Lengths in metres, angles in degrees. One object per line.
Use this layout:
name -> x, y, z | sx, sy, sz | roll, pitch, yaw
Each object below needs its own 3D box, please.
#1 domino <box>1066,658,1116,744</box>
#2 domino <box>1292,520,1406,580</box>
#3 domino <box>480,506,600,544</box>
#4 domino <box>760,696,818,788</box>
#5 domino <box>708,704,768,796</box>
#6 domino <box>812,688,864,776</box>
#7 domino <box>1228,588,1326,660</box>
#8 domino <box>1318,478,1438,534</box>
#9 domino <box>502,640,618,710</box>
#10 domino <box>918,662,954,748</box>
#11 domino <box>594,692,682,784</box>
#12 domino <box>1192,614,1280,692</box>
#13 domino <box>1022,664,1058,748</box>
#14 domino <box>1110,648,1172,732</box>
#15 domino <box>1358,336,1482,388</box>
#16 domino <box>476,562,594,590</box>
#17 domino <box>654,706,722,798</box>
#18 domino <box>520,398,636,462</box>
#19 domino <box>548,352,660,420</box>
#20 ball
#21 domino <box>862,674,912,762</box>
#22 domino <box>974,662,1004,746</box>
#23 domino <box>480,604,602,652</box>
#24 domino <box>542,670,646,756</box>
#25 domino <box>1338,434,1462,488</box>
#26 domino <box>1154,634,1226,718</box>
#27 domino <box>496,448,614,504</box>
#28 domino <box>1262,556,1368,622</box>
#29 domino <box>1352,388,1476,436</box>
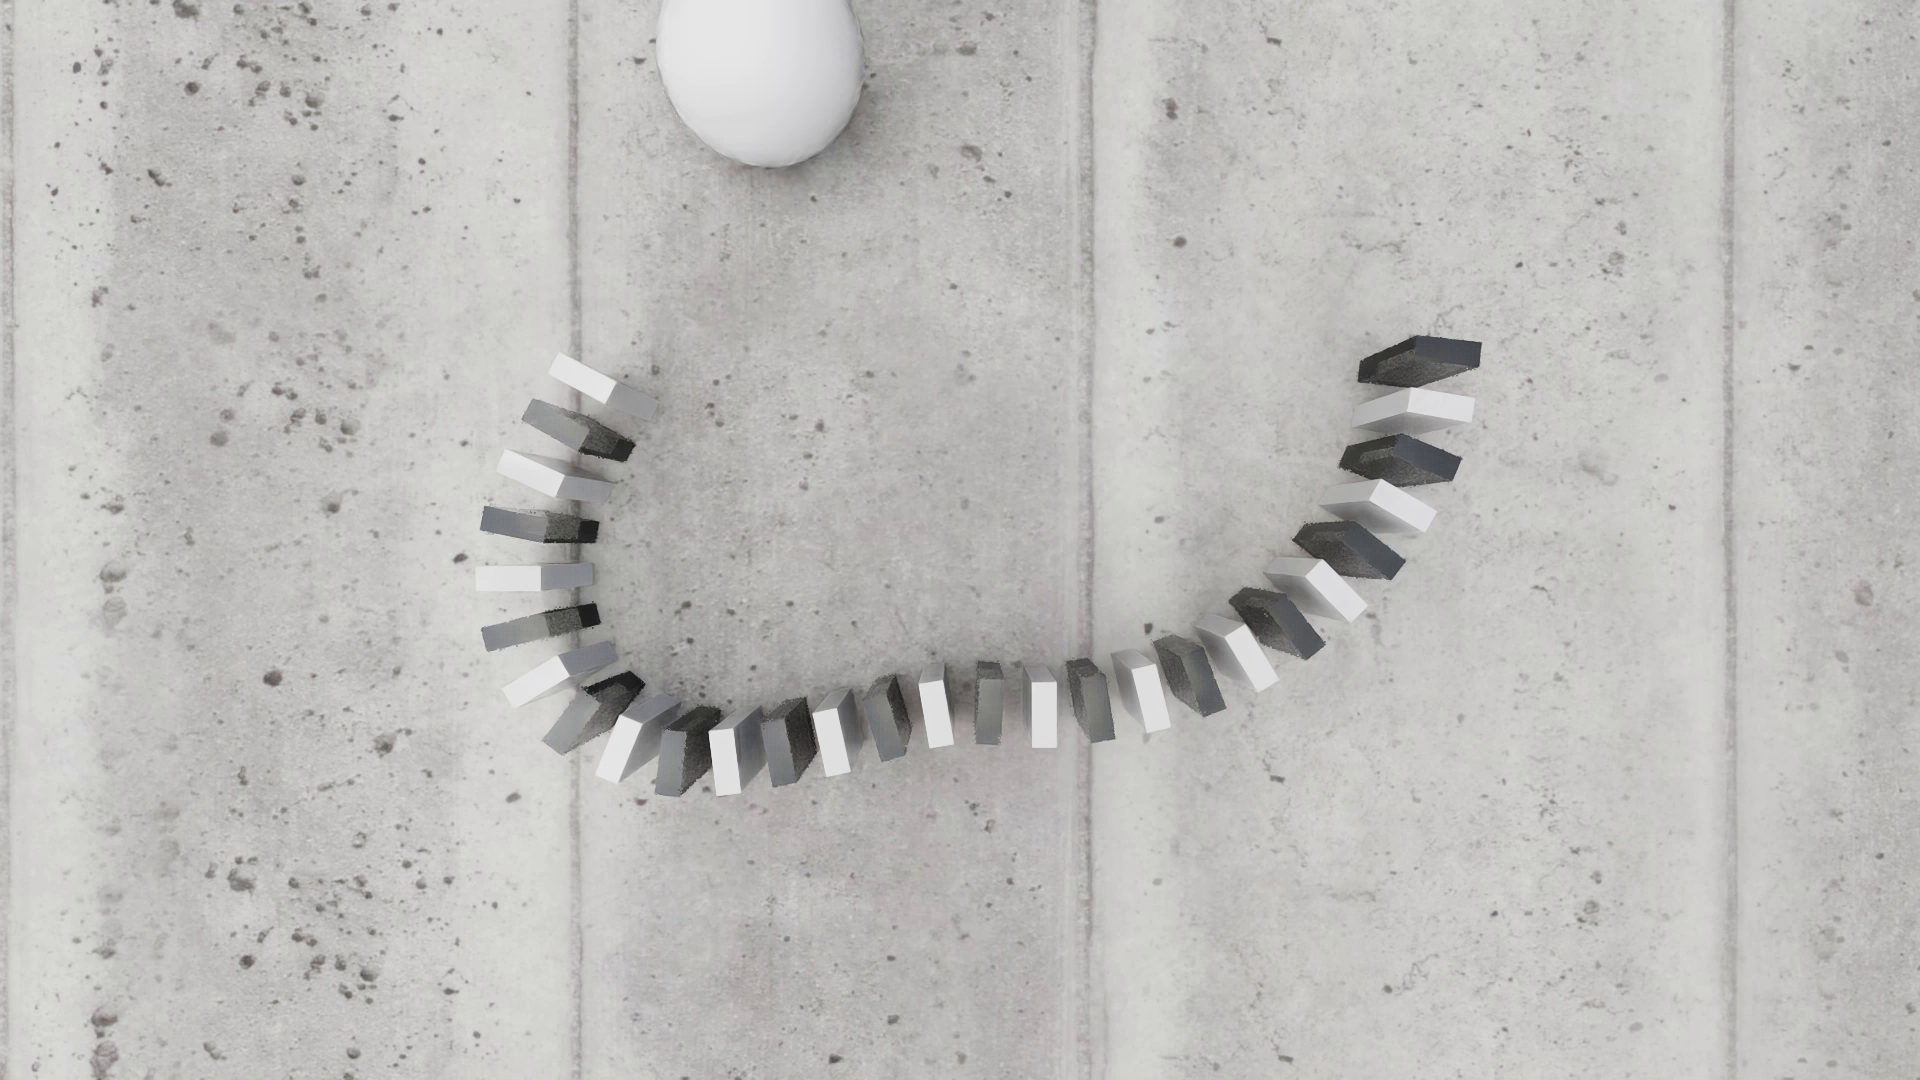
domino -> 0.053, 0.065, 0.375 | 0.009, 0.050, 0.025 | -9, 90, 0
domino -> 0.158, 0.004, 0.375 | 0.025, 0.050, 0.009 | 38, 90, 0
domino -> -0.170, -0.006, 0.375 | 0.025, 0.050, 0.009 | 12, 90, 0
domino -> -0.069, 0.081, 0.375 | 0.010, 0.050, 0.025 | -11, 90, 0
domino -> -0.090, 0.085, 0.375 | 0.010, 0.050, 0.025 | -7, 90, 0
domino -> -0.049, 0.077, 0.375 | 0.009, 0.050, 0.025 | -12, 90, 0
domino -> 0.128, 0.033, 0.375 | 0.009, 0.050, 0.025 | -39, 90, 0
domino -> 0.169, -0.013, 0.375 | 0.025, 0.050, 0.010 | 30, 90, 0
domino -> -0.162, 0.054, 0.375 | 0.025, 0.050, 0.009 | -31, 90, 0
domino -> -0.009, 0.067, 0.375 | 0.009, 0.050, 0.025 | -10, 90, 0
domino -> -0.130, 0.080, 0.375 | 0.009, 0.050, 0.025 | 23, 90, 0
domino -> 0.112, 0.045, 0.375 | 0.010, 0.050, 0.025 | -31, 90, 0
domino -> 0.032, 0.067, 0.375 | 0.009, 0.050, 0.025 | 0, 90, 0
domino -> 0.073, 0.060, 0.375 | 0.010, 0.050, 0.025 | -14, 90, 0
domino -> 0.187, -0.072, 0.375 | 0.025, 0.050, 0.009 | 6, 90, 0
domino -> -0.173, 0.015, 0.375 | 0.025, 0.050, 0.009 | 0, 90, 0
domino -> -0.110, 0.085, 0.375 | 0.009, 0.050, 0.025 | 7, 90, 0
domino -> -0.155, -0.044, 0.375 | 0.025, 0.050, 0.009 | 29, 90, 0
domino -> -0.144, -0.062, 0.375 | 0.025, 0.050, 0.010 | 28, 90, 0
ball -> -0.077, -0.190, 0.360 | 0.080, 0.080, 0.080 | 0, 90, 0
domino -> -0.029, 0.072, 0.375 | 0.009, 0.050, 0.025 | -17, 90, 0
domino -> 0.012, 0.066, 0.375 | 0.010, 0.050, 0.025 | 4, 90, 0
domino -> -0.170, 0.035, 0.375 | 0.025, 0.050, 0.009 | -15, 90, 0
domino -> -0.148, 0.070, 0.375 | 0.010, 0.050, 0.025 | 38, 90, 0
domino -> 0.179, -0.032, 0.375 | 0.025, 0.050, 0.010 | 23, 90, 0
domino -> 0.093, 0.054, 0.375 | 0.009, 0.050, 0.025 | -21, 90, 0
domino -> -0.164, -0.026, 0.375 | 0.025, 0.050, 0.009 | 24, 90, 0
domino -> 0.144, 0.019, 0.375 | 0.010, 0.050, 0.025 | -45, 90, 0
domino -> 0.184, -0.052, 0.375 | 0.025, 0.050, 0.010 | 10, 90, 0
